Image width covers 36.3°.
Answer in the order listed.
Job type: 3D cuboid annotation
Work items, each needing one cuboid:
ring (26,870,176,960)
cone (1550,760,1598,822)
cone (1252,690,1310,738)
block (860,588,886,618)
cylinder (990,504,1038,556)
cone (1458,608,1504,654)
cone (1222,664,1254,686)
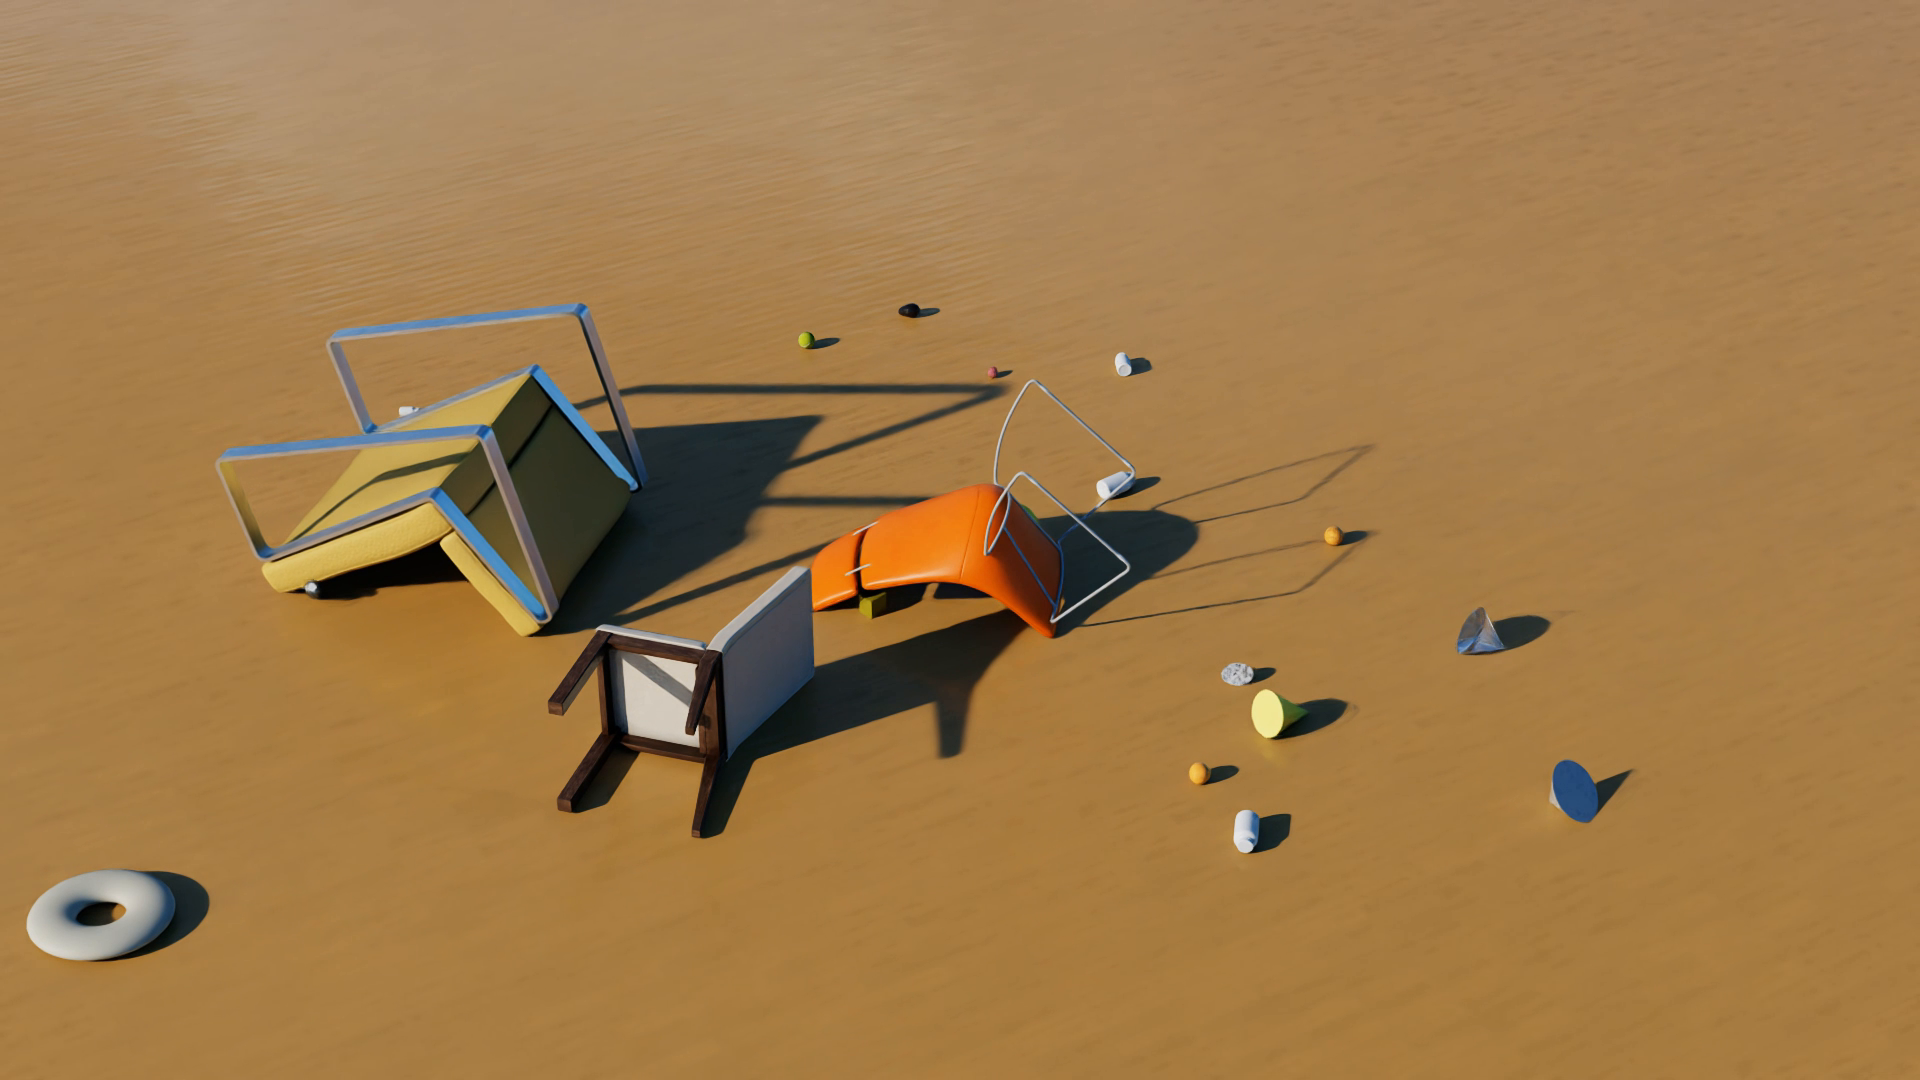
[{"bbox_3d":[-2.669,1.163,9.114,0.451,0.073,0.417,-4,33,-7],"label":"ring"},{"bbox_3d":[1.971,0.839,9.599,0.218,0.115,0.212,7,65,-38],"label":"cone"},{"bbox_3d":[1.120,0.590,9.982,0.205,0.144,0.164,1,70,-39],"label":"cone"},{"bbox_3d":[-0.313,0.225,10.535,0.063,0.074,0.075,28,42,35],"label":"block"},{"bbox_3d":[0.202,-0.040,10.877,0.129,0.147,0.136,-22,17,39],"label":"cylinder"},{"bbox_3d":[1.863,0.352,10.344,0.145,0.168,0.198,28,40,-12],"label":"cone"},{"bbox_3d":[0.966,0.468,10.205,0.111,0.078,0.054,-3,-4,8],"label":"cone"}]
